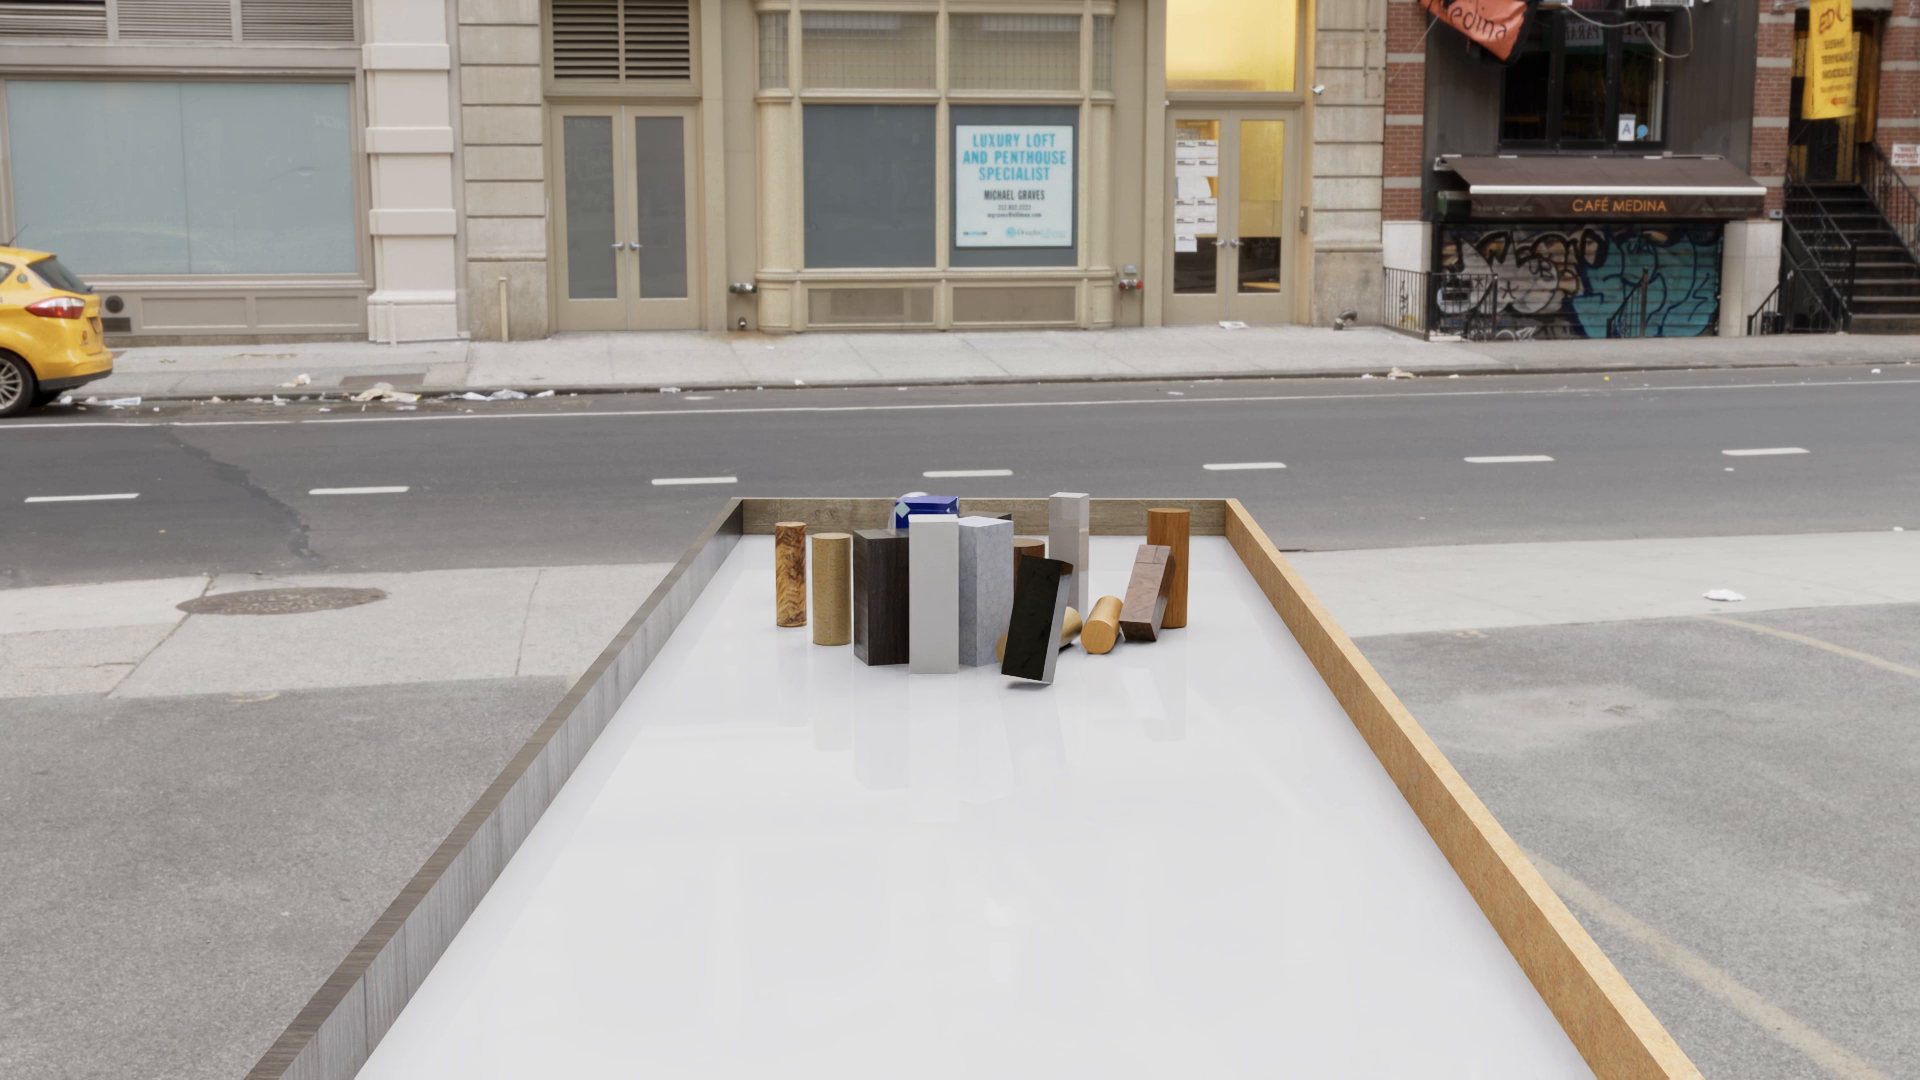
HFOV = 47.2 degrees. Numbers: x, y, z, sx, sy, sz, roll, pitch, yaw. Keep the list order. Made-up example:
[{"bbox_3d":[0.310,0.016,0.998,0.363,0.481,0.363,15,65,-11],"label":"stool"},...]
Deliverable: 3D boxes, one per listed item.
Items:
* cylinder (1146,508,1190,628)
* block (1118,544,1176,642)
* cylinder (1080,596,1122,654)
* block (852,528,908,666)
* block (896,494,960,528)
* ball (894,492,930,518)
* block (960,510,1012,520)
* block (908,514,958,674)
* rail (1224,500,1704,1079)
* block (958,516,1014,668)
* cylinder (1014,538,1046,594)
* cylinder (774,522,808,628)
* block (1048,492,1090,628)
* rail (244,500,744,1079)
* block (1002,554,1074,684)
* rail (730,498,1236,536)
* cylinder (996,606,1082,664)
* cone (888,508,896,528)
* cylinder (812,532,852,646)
[{"bbox_3d":[0.681,0.090,7.222,0.139,0.377,0.139,1,7,0],"label":"cylinder"},{"bbox_3d":[0.602,0.168,7.035,0.104,0.104,0.301,4,54,21],"label":"block"},{"bbox_3d":[0.456,0.267,6.980,0.107,0.107,0.423,1,9,9],"label":"cylinder"},{"bbox_3d":[-0.217,0.171,6.694,0.178,0.387,0.178,-3,9,-17],"label":"block"},{"bbox_3d":[-0.101,0.098,6.923,0.169,0.459,0.169,2,9,11],"label":"block"},{"bbox_3d":[-0.172,-0.101,9.026,0.194,0.194,0.194,0,9,0],"label":"ball"},{"bbox_3d":[0.072,0.102,7.172,0.144,0.373,0.144,4,10,26],"label":"block"},{"bbox_3d":[-0.080,0.160,6.547,0.144,0.455,0.144,0,9,-2],"label":"block"},{"bbox_3d":[1.046,0.843,3.208,0.050,0.150,12.000,0,9,1],"label":"rail"},{"bbox_3d":[0.048,0.154,6.679,0.162,0.425,0.162,8,12,43],"label":"block"},{"bbox_3d":[0.182,0.164,6.965,0.173,0.317,0.173,0,9,0],"label":"cylinder"},{"bbox_3d":[-0.555,0.113,7.225,0.102,0.335,0.102,0,9,0],"label":"cylinder"},{"bbox_3d":[0.355,0.069,7.178,0.104,0.436,0.104,3,10,21],"label":"block"},{"bbox_3d":[-1.004,0.839,3.234,0.050,0.150,12.000,0,9,1],"label":"rail"},{"bbox_3d":[0.224,0.229,6.354,0.124,0.349,0.124,9,-4,18],"label":"block"},{"bbox_3d":[0.099,-0.098,9.147,2.100,0.150,0.050,0,9,1],"label":"rail"},{"bbox_3d":[0.247,0.299,6.752,0.117,0.117,0.446,4,10,22],"label":"cylinder"},{"bbox_3d":[-0.221,0.083,7.176,0.156,0.410,0.156,0,9,0],"label":"cone"},{"bbox_3d":[-0.404,0.155,6.941,0.125,0.341,0.125,0,9,0],"label":"cylinder"}]
